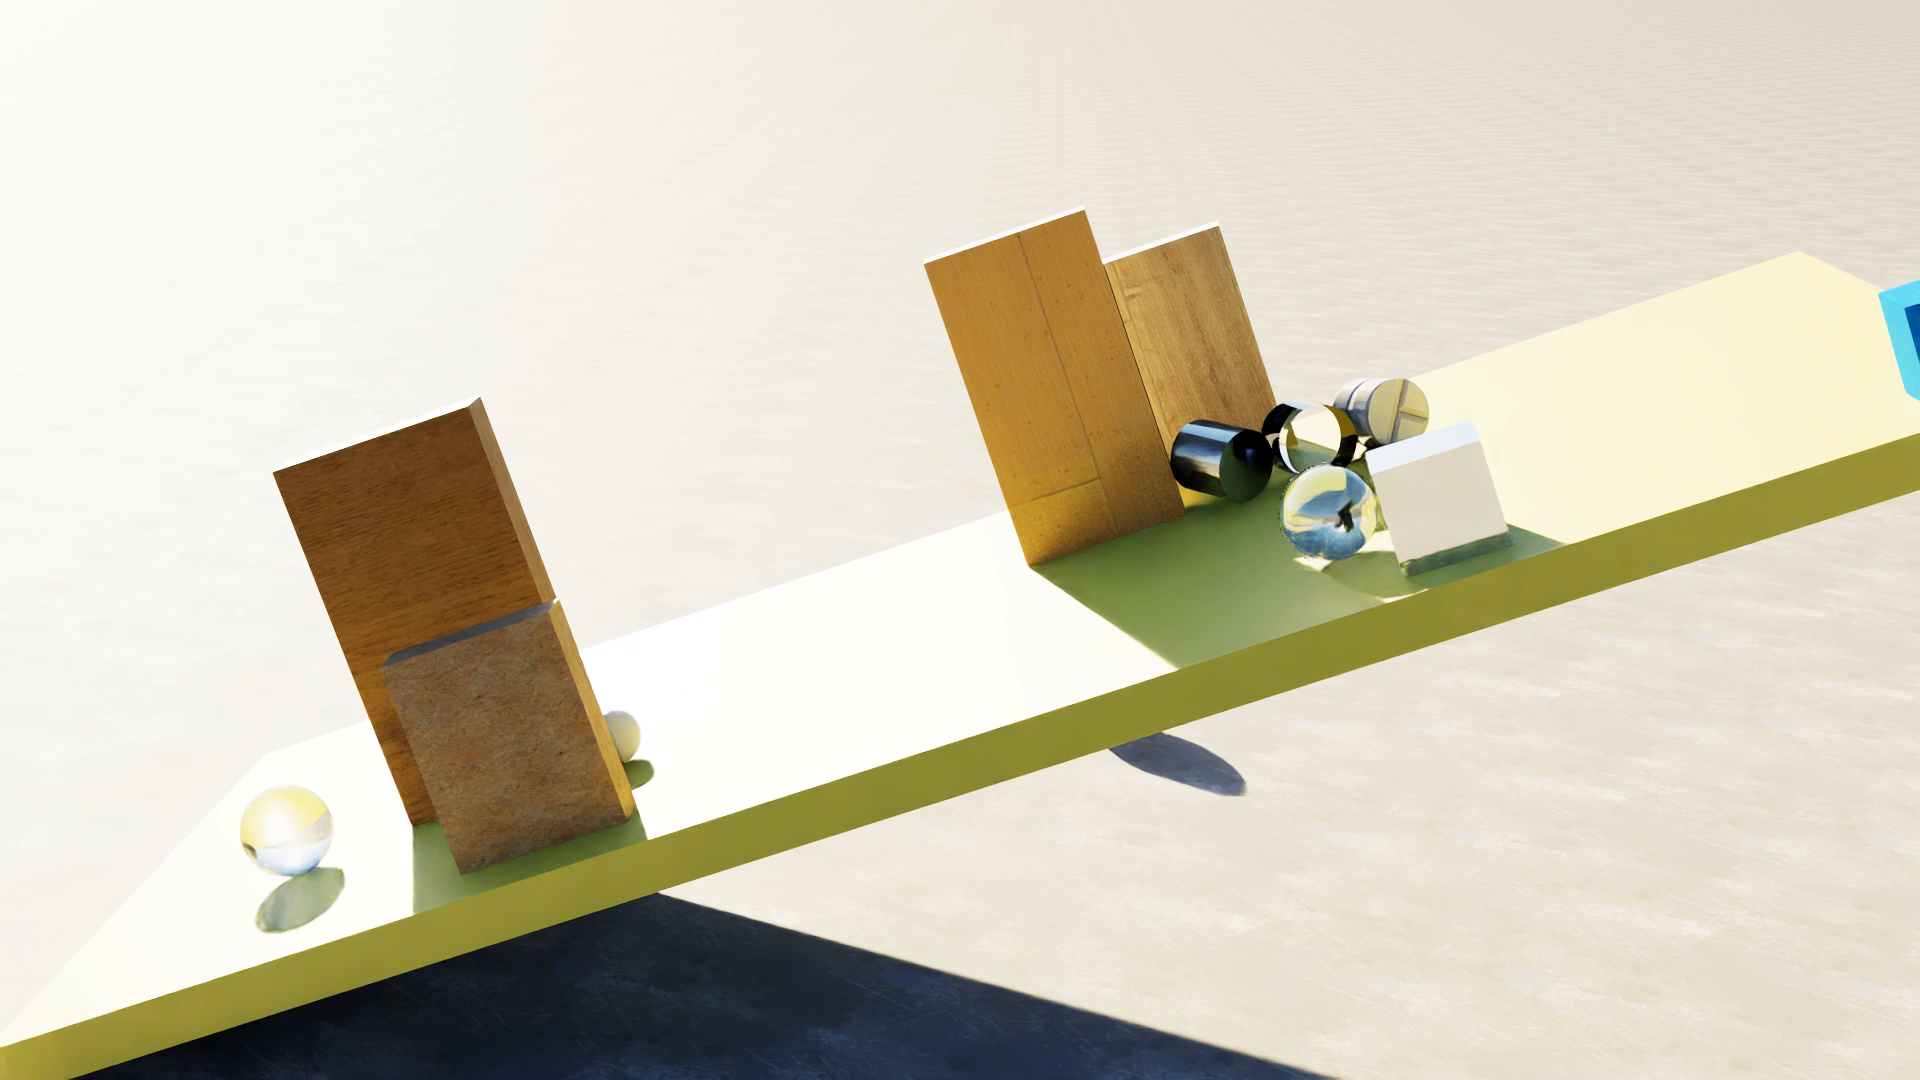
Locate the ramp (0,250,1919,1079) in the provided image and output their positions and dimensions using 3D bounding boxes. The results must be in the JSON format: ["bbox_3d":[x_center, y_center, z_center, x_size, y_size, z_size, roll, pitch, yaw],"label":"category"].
[{"bbox_3d":[0.107,0.180,6.304,4.000,0.100,2.000,-18,11,6],"label":"ramp"}]

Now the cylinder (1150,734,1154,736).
[{"bbox_3d":[0.458,0.418,8.037,0.197,0.197,0.197,-11,16,-40],"label":"cylinder"}]

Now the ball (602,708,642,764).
[{"bbox_3d":[-0.711,0.404,6.033,0.117,0.117,0.117,0,12,0],"label":"ball"}]

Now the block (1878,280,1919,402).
[{"bbox_3d":[1.804,-0.372,5.316,0.195,0.195,0.195,-18,11,7],"label":"block"}]

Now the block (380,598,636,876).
[{"bbox_3d":[-0.856,0.374,5.595,0.340,0.429,0.117,-18,11,6],"label":"block"}]

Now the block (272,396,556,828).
[{"bbox_3d":[-1.065,0.150,6.092,0.429,0.794,0.130,-18,11,6],"label":"block"}]

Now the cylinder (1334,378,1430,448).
[{"bbox_3d":[0.926,-0.279,6.478,0.156,0.156,0.156,-5,5,-23],"label":"cylinder"}]

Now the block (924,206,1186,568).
[{"bbox_3d":[0.212,-0.339,6.514,0.371,0.715,0.098,-18,11,6],"label":"block"}]

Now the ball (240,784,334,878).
[{"bbox_3d":[-1.381,0.597,6.037,0.191,0.191,0.191,0,12,0],"label":"ball"}]

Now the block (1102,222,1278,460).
[{"bbox_3d":[0.517,-0.435,6.942,0.366,0.537,0.099,-18,11,6],"label":"block"}]

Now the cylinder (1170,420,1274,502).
[{"bbox_3d":[0.576,-0.176,6.481,0.160,0.160,0.160,-9,15,-36],"label":"cylinder"}]

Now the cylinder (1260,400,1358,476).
[{"bbox_3d":[0.765,-0.222,6.455,0.164,0.164,0.164,-3,5,-15],"label":"cylinder"}]

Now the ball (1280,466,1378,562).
[{"bbox_3d":[0.708,-0.051,5.647,0.185,0.185,0.185,0,12,0],"label":"ball"}]

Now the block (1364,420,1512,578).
[{"bbox_3d":[0.881,-0.077,5.427,0.205,0.205,0.205,-18,11,8],"label":"block"}]
